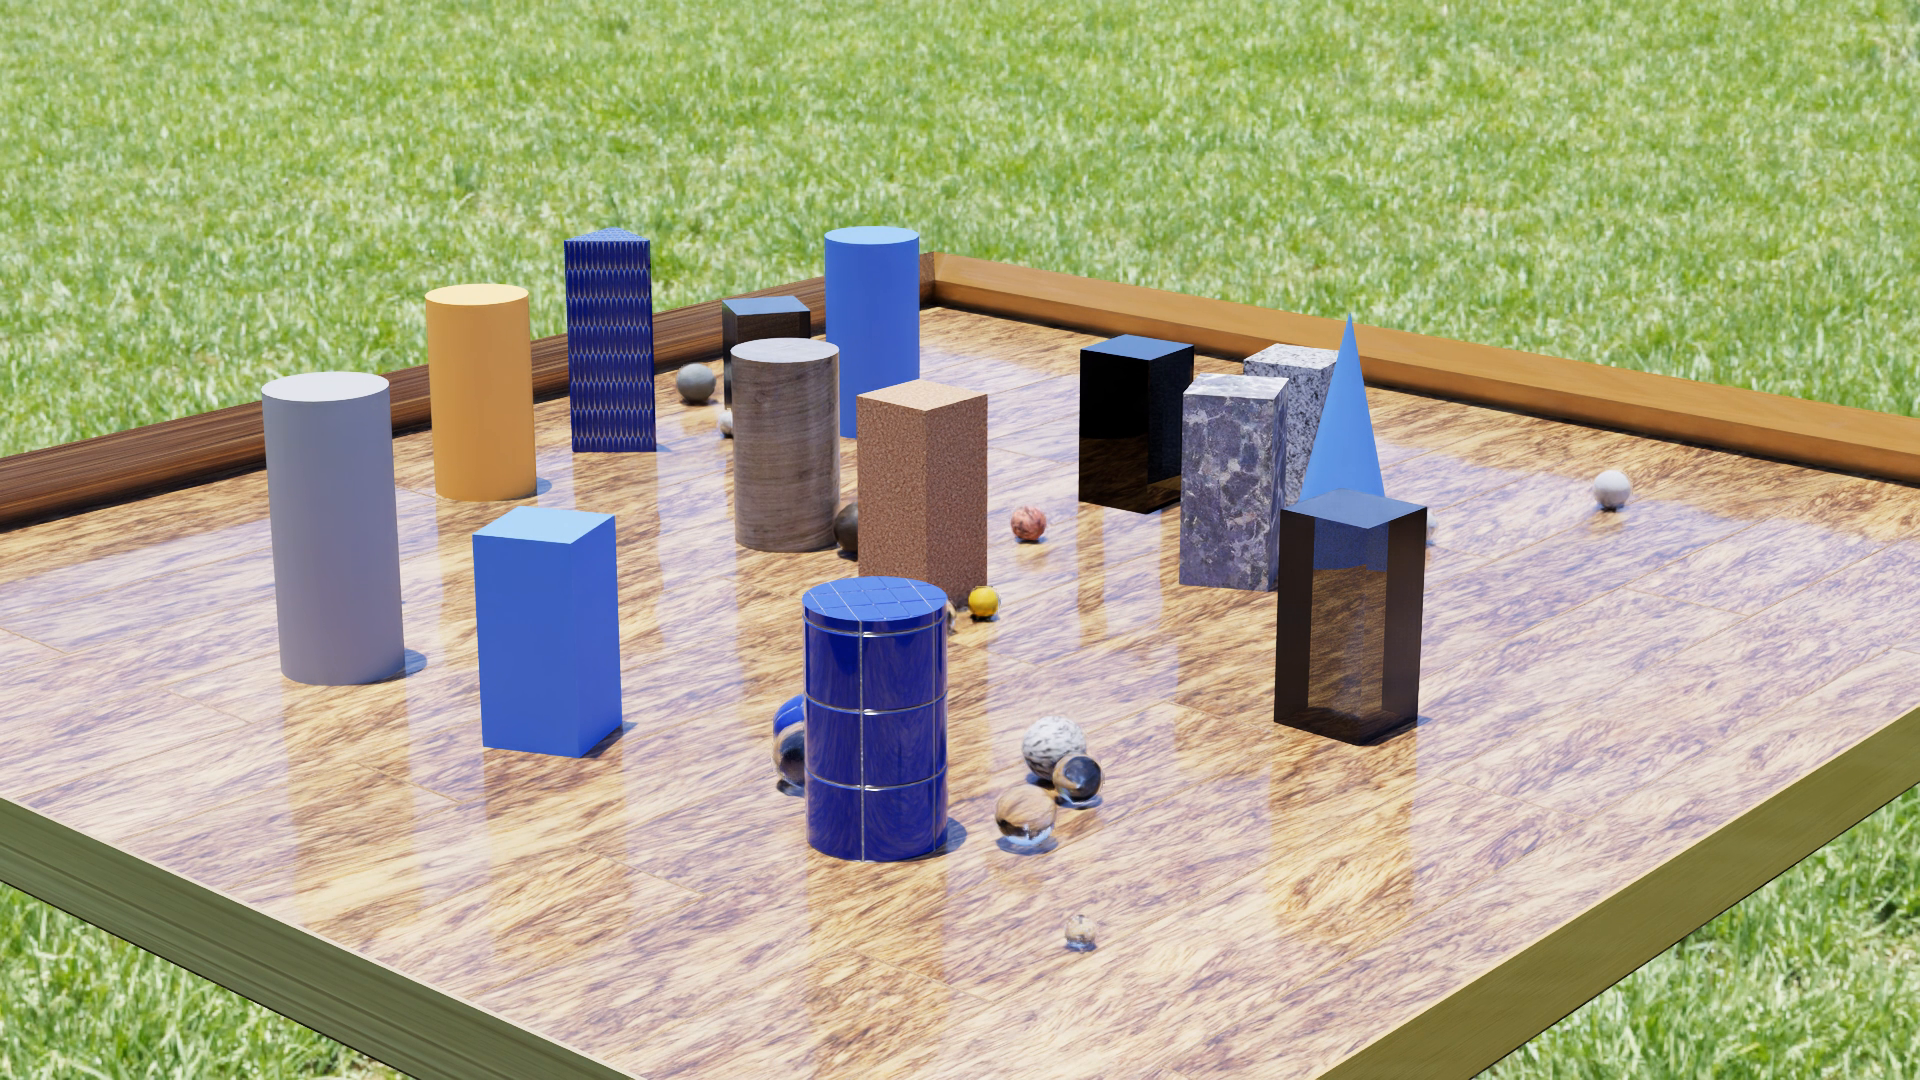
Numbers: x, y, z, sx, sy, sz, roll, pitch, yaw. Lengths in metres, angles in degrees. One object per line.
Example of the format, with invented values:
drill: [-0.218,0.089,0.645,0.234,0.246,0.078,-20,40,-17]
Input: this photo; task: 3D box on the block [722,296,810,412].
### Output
block: [-0.416,-0.385,6.310,0.159,0.244,0.159,-5,17,-15]

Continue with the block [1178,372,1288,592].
block: [0.485,-0.104,5.194,0.159,0.348,0.159,5,17,15]

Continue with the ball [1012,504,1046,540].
ball: [0.128,-0.033,5.447,0.066,0.066,0.066,0,17,0]

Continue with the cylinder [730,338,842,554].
cylinder: [-0.320,-0.176,5.416,0.198,0.359,0.198,0,17,0]

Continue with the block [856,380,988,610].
block: [-0.064,-0.072,5.053,0.159,0.369,0.159,14,22,39]

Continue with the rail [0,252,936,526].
rail: [-1.226,-0.275,6.139,0.045,0.129,3.589,14,22,39]

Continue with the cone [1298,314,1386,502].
cone: [0.704,-0.202,5.356,0.198,0.443,0.198,0,17,0]

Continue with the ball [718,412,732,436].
ball: [-0.484,-0.245,6.174,0.053,0.053,0.053,0,17,0]

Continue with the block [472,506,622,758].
block: [-0.620,0.137,4.420,0.159,0.335,0.159,5,18,17]

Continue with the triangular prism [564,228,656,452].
triangular prism: [-0.715,-0.415,6.065,0.172,0.442,0.149,0,17,0]

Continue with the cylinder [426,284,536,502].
cylinder: [-0.936,-0.290,5.740,0.198,0.390,0.198,0,17,0]

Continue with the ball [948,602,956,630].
ball: [-0.035,0.127,4.932,0.057,0.057,0.057,0,17,0]

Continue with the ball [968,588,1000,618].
ball: [0.040,0.108,5.003,0.054,0.054,0.054,0,17,0]

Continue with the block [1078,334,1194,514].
block: [0.341,-0.225,5.676,0.159,0.303,0.159,12,21,35]

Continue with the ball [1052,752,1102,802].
ball: [0.168,0.340,4.202,0.071,0.071,0.071,0,17,0]

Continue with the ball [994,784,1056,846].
ball: [0.091,0.379,4.047,0.086,0.086,0.086,0,17,0]

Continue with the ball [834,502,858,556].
ball: [-0.181,-0.021,5.352,0.099,0.099,0.099,0,17,0]

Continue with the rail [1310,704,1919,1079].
rail: [1.226,0.339,4.101,0.045,0.129,3.589,14,22,39]

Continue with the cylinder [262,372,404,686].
cylinder: [-1.004,-0.019,4.707,0.198,0.468,0.198,0,17,0]

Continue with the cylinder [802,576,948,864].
cylinder: [-0.116,0.245,4.038,0.198,0.347,0.198,0,17,0]

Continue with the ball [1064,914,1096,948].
ball: [0.153,0.498,3.729,0.042,0.042,0.042,0,17,0]

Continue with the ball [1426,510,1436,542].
ball: [0.845,-0.027,5.422,0.069,0.069,0.069,0,17,0]

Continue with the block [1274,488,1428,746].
block: [0.595,0.115,4.478,0.159,0.343,0.159,15,22,40]

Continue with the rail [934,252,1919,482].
rail: [1.161,-0.353,6.400,3.293,0.129,0.045,14,22,39]

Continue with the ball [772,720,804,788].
ball: [-0.224,0.311,4.254,0.097,0.097,0.097,0,17,0]

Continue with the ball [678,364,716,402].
ball: [-0.580,-0.346,6.455,0.085,0.085,0.085,0,17,0]

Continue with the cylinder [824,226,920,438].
cylinder: [-0.184,-0.438,6.188,0.198,0.416,0.198,0,17,0]

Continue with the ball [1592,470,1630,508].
ball: [1.255,-0.098,5.653,0.073,0.073,0.073,0,17,0]

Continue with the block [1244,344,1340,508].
block: [0.647,-0.211,5.646,0.159,0.293,0.159,9,19,28]

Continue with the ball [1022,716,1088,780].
ball: [0.139,0.304,4.281,0.094,0.094,0.094,0,17,0]

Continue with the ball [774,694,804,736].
ball: [-0.230,0.277,4.372,0.094,0.094,0.094,0,17,0]

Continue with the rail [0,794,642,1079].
rail: [-1.161,0.418,3.839,3.293,0.129,0.045,14,22,39]
